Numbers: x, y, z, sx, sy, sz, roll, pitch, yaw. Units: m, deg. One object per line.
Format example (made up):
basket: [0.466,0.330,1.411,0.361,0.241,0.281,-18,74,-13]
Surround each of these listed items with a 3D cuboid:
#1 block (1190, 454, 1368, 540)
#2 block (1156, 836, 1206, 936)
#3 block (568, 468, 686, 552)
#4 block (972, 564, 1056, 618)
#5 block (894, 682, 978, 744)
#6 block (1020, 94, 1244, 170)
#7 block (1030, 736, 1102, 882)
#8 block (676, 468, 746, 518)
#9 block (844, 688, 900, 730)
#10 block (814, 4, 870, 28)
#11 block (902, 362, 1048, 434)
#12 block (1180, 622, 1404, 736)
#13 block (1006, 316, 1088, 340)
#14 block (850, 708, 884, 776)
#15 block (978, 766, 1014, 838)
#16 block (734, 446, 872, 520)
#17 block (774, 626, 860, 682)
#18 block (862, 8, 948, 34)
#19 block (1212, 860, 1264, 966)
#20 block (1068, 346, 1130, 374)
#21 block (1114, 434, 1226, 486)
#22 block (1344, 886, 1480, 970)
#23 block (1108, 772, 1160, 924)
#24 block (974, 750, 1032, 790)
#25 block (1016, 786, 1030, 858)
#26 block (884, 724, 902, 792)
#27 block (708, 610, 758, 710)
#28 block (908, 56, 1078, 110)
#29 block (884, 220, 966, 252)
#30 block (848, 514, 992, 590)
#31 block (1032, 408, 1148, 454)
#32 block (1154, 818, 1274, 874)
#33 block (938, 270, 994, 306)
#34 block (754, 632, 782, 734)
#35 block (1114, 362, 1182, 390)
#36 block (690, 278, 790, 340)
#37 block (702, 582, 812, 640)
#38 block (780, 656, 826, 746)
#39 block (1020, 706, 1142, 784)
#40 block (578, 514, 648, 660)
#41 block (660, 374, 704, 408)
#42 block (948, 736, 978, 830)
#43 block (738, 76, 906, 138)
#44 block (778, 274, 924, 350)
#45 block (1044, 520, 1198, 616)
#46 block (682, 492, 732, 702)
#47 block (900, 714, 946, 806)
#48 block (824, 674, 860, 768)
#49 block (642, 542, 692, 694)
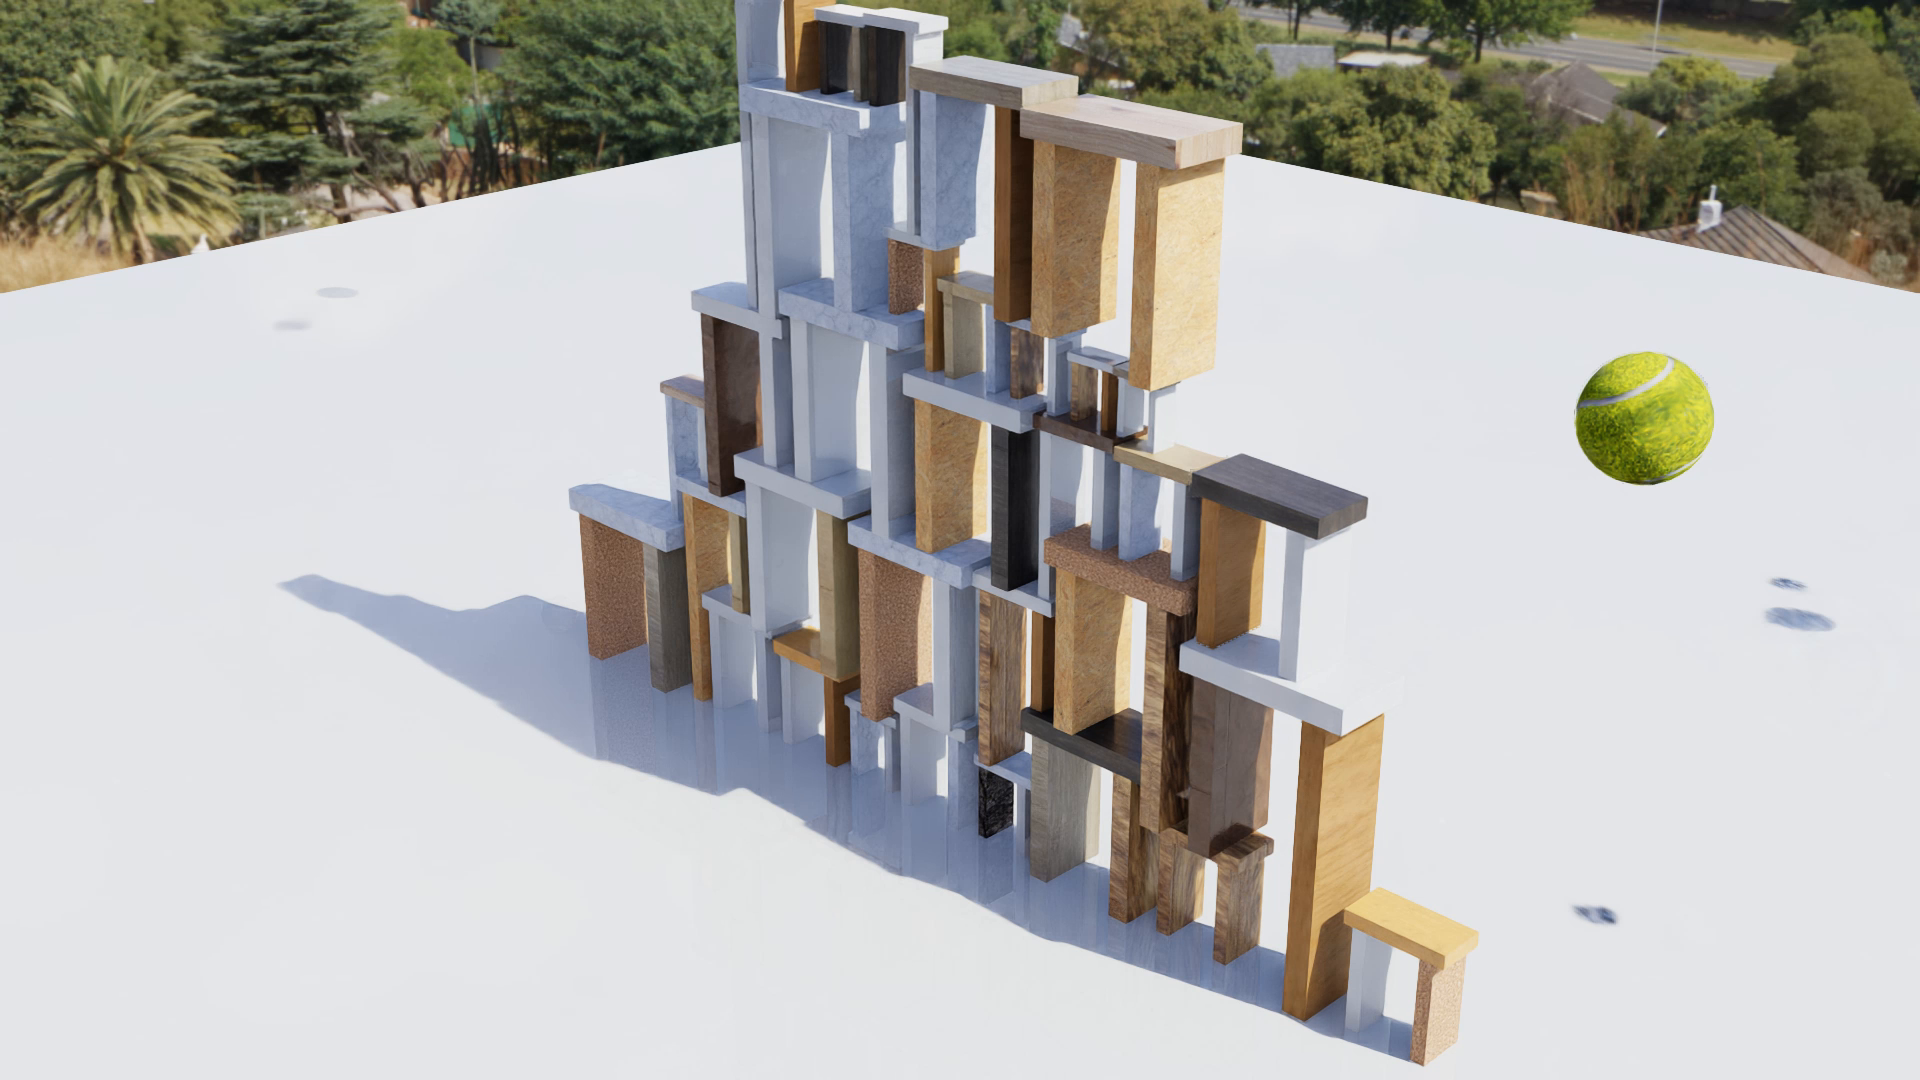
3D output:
block: [0.525,-0.074,3.626,0.131,0.037,0.263,-21,32,-40]
block: [0.408,0.619,4.046,0.100,0.201,0.028,-21,31,-41]
block: [-0.702,-0.070,4.950,0.355,0.050,0.178,21,31,41]
block: [0.130,0.087,4.114,0.101,0.029,0.202,-22,31,-41]
block: [-0.026,0.344,4.393,0.203,0.029,0.102,21,31,41]
block: [0.280,-0.677,3.636,0.338,0.048,0.169,21,31,41]
block: [0.203,0.491,4.216,0.043,0.303,0.152,21,31,41]
block: [-0.491,-0.109,4.706,0.229,0.033,0.115,21,31,40]
block: [-0.158,0.342,4.532,0.154,0.022,0.077,21,31,40]
block: [-0.197,-0.961,4.033,0.136,0.019,0.068,21,31,40]
block: [0.054,-0.271,4.054,0.152,0.043,0.303,-21,31,-40]
block: [0.557,0.225,3.711,0.170,0.048,0.340,-21,31,-41]
block: [0.153,-0.384,3.895,0.067,0.019,0.134,-21,31,-40]
block: [-0.193,0.409,4.600,0.077,0.154,0.022,-21,31,-41]
block: [0.072,0.507,4.366,0.022,0.156,0.078,21,31,41]
block: [-0.289,-0.131,4.477,0.166,0.047,0.332,-21,31,-40]
block: [-0.286,0.239,4.633,0.206,0.029,0.103,21,31,40]
block: [-0.099,-0.929,3.932,0.145,0.021,0.072,21,31,40]
block: [0.502,0.656,3.958,0.100,0.201,0.028,-21,31,-41]
block: [0.244,-0.315,3.831,0.054,0.015,0.107,-21,31,-40]
block: [0.360,-0.137,3.767,0.090,0.025,0.179,-21,31,-40]
block: [0.755,0.649,3.683,0.200,0.028,0.100,21,31,41]
block: [0.346,0.546,4.085,0.043,0.303,0.152,21,31,41]
block: [0.109,0.440,4.297,0.156,0.022,0.078,21,31,41]
block: [0.146,0.536,4.298,0.022,0.156,0.078,21,31,41]
block: [-0.120,0.437,4.534,0.022,0.154,0.077,21,31,41]
block: [-0.496,0.250,4.874,0.033,0.233,0.117,21,31,41]
block: [0.057,-0.796,3.825,0.138,0.039,0.276,-21,31,-40]
block: [-0.066,-0.563,4.060,0.072,0.020,0.144,-21,31,-40]
block: [-0.054,0.007,4.285,0.315,0.045,0.157,21,31,40]
block: [0.230,-0.200,3.888,0.189,0.027,0.095,21,31,41]
block: [0.454,0.532,3.957,0.100,0.028,0.201,-21,31,-40]
block: [0.044,-0.456,3.988,0.081,0.023,0.162,-21,31,-40]
block: [-0.386,0.293,4.773,0.033,0.233,0.117,21,31,41]
block: [0.319,-0.282,3.754,0.054,0.015,0.107,-21,31,-40]
block: [-0.401,-0.471,4.451,0.280,0.040,0.140,21,31,40]
block: [-0.441,0.149,4.771,0.233,0.033,0.117,21,31,41]
block: [-0.334,0.328,4.724,0.029,0.206,0.103,21,31,41]
block: [0.275,0.359,4.083,0.303,0.043,0.152,21,31,41]
block: [-0.786,0.085,5.107,0.050,0.355,0.178,21,31,41]
block: [-0.557,-0.317,4.698,0.083,0.024,0.166,-21,31,-40]
block: [0.022,0.469,4.395,0.102,0.203,0.029,-21,31,-41]
block: [-0.241,-0.820,4.135,0.337,0.048,0.169,21,31,40]
block: [-0.175,-0.442,4.229,0.336,0.048,0.168,21,31,40]
block: [0.320,0.043,3.893,0.161,0.046,0.321,-21,31,-40]
block: [-0.545,0.113,4.859,0.033,0.496,0.115,21,31,41]
block: [-0.074,0.432,4.483,0.029,0.203,0.102,21,31,41]
block: [-0.237,0.366,4.635,0.029,0.206,0.103,21,31,41]
block: [-0.618,0.150,4.952,0.050,0.356,0.178,21,31,41]
